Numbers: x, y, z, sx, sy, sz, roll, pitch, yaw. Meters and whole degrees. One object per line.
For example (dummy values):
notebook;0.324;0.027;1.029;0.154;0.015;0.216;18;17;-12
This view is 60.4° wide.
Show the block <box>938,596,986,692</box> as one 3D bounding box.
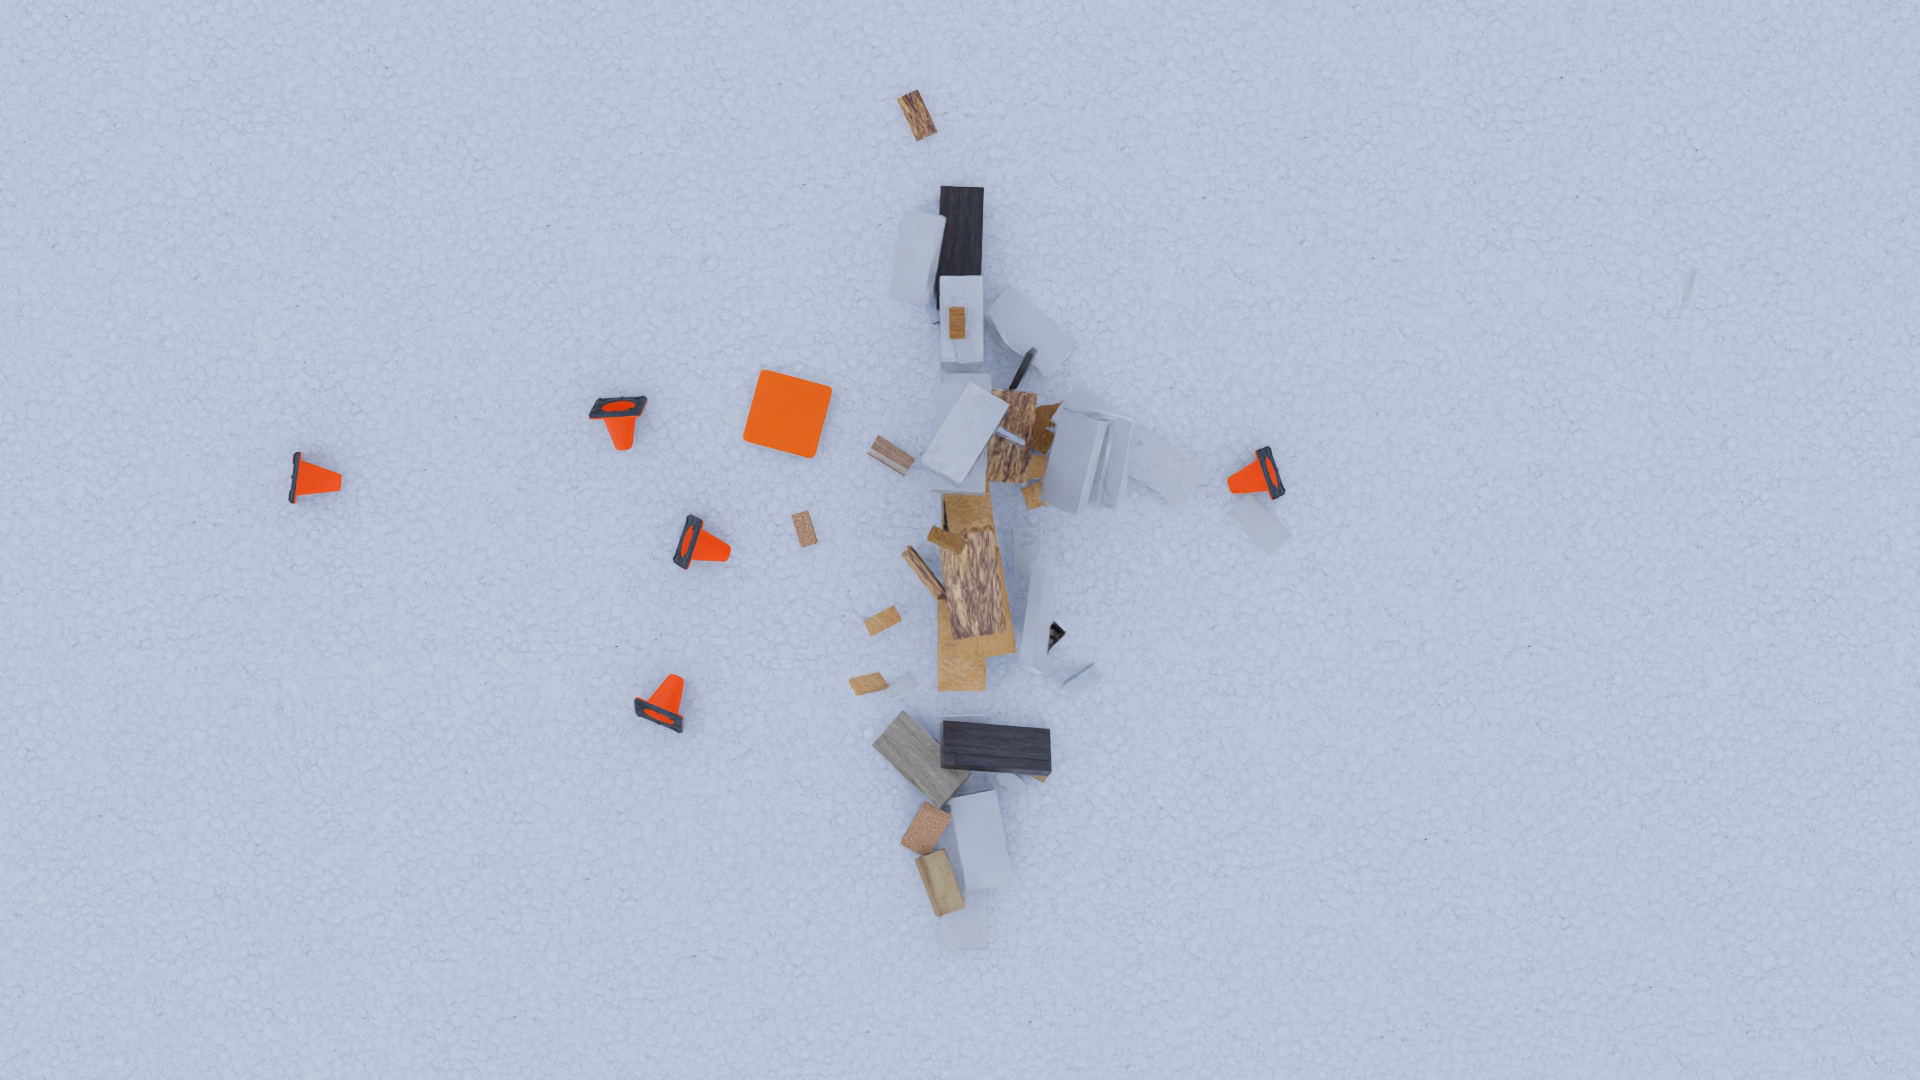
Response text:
block;0.006;0.341;5.433;0.159;0.045;0.319;0;106;-1

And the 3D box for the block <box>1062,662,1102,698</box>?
block;0.407;0.465;5.478;0.122;0.017;0.061;-34;117;0

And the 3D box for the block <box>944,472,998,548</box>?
block;0.034;-0.063;5.342;0.149;0.042;0.356;-8;90;0

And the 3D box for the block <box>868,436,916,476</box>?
block;-0.228;-0.280;5.490;0.145;0.021;0.072;32;90;0

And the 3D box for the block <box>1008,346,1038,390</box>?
block;0.206;-0.557;5.433;0.022;0.078;0.157;29;113;3

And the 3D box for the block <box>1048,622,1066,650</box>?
block;0.297;0.326;5.476;0.052;0.015;0.104;43;110;0

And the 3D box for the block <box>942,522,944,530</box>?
block;-0.001;0.000;5.431;0.119;0.034;0.238;1;63;0

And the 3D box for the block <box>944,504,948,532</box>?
block;0.008;-0.127;5.406;0.119;0.034;0.238;0;77;0

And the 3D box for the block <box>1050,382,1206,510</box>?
block;0.554;-0.309;5.458;0.522;0.042;0.149;35;81;-2

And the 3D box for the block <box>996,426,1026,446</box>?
block;0.156;-0.339;5.372;0.115;0.058;0.016;29;85;-10

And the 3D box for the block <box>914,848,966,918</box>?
block;-0.065;1.128;5.428;0.102;0.029;0.203;-21;89;3

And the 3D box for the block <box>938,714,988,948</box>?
block;0.007;0.966;5.478;0.155;0.044;0.766;-1;90;0

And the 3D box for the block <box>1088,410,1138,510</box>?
block;0.477;-0.260;5.370;0.150;0.043;0.301;17;108;29

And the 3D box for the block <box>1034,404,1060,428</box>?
block;0.283;-0.410;5.490;0.186;0.021;0.072;-8;90;0

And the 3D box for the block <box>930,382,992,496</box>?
block;0.003;-0.323;5.271;0.176;0.050;0.352;3;78;2

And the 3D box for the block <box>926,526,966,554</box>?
block;-0.041;0.001;5.101;0.115;0.058;0.016;25;129;-3

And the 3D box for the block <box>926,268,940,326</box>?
block;-0.066;-0.875;5.480;0.144;0.041;0.287;-18;90;0

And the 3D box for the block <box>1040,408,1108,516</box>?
block;0.368;-0.255;5.374;0.159;0.045;0.319;24;108;37

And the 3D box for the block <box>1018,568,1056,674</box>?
block;0.255;0.266;5.390;0.045;0.159;0.319;5;79;18

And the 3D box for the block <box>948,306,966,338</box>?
block;-0.009;-0.700;5.316;0.050;0.014;0.101;-1;99;1

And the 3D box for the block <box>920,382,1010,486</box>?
block;0.018;-0.337;5.227;0.149;0.042;0.299;30;81;7

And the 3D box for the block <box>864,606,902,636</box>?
block;-0.258;0.269;5.492;0.115;0.016;0.058;-28;90;0

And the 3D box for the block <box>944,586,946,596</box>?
block;-0.005;0.185;5.434;0.093;0.026;0.186;0;101;1

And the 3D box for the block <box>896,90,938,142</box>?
block;-0.142;-1.412;5.489;0.077;0.022;0.153;-25;90;0

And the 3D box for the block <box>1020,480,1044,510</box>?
block;0.351;-0.183;5.489;0.289;0.022;0.078;-19;90;0

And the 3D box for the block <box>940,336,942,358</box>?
block;0.002;-0.676;5.431;0.137;0.039;0.274;0;112;1

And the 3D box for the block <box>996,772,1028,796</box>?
block;0.172;0.800;5.478;0.103;0.015;0.052;42;98;-12

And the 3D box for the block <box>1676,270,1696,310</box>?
block;2.193;-0.754;4.975;0.016;0.057;0.113;15;79;1

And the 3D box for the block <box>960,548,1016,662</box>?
block;0.068;0.210;5.331;0.176;0.050;0.352;-10;111;1

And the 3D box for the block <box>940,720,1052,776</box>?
block;0.118;0.683;5.409;0.363;0.043;0.150;6;61;-12

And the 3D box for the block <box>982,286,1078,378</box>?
block;0.228;-0.691;5.479;0.299;0.042;0.149;41;90;0

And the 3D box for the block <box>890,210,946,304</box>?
block;-0.139;-0.929;5.410;0.144;0.041;0.287;18;103;33

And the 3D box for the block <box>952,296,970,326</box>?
block;0.000;-0.734;5.325;0.050;0.014;0.101;7;99;0

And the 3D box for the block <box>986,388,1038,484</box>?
block;0.162;-0.341;5.424;0.150;0.043;0.301;5;100;-7

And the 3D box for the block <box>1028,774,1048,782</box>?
block;0.246;0.763;5.493;0.104;0.015;0.052;28;90;0

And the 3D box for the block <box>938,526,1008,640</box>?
block;0.040;0.137;5.248;0.176;0.050;0.352;-8;111;0

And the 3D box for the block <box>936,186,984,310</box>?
block;0.001;-0.961;5.439;0.144;0.041;0.402;2;90;0

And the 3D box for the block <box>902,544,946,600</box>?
block;-0.119;0.108;5.449;0.202;0.014;0.050;52;130;18

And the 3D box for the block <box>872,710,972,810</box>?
block;-0.125;0.723;5.434;0.310;0.044;0.155;41;91;17

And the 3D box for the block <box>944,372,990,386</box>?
block;0.018;-0.390;5.332;0.148;0.042;0.297;3;78;2

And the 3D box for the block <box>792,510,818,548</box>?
block;-0.518;-0.037;5.492;0.057;0.016;0.113;-17;90;0

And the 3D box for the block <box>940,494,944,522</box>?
block;-0.002;-0.178;5.455;0.119;0.034;0.238;2;76;0

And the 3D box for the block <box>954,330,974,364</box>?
block;0.013;-0.625;5.342;0.050;0.014;0.101;-10;98;2

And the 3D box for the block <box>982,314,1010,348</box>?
block;0.118;-0.687;5.431;0.016;0.057;0.113;-39;110;-24

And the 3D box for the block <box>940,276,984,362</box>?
block;0.006;-0.719;5.354;0.137;0.039;0.274;-1;99;1

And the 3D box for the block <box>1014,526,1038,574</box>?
block;0.219;0.034;5.489;0.078;0.022;0.157;-1;90;0

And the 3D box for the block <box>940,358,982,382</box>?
block;0.003;-0.499;5.444;0.137;0.039;0.274;2;106;0

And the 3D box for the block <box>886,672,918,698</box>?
block;-0.195;0.484;5.493;0.099;0.014;0.050;-27;90;0

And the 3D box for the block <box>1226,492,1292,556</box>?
block;0.995;-0.054;5.486;0.102;0.029;0.203;-44;90;0

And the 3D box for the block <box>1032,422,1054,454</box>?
block;0.234;-0.354;5.471;0.153;0.022;0.077;29;99;-7

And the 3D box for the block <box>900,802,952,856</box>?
block;-0.113;0.954;5.427;0.102;0.029;0.203;28;127;0

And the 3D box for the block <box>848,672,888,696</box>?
block;-0.302;0.475;5.442;0.061;0.122;0.017;55;134;26

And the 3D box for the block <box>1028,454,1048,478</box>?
block;0.217;-0.242;5.489;0.153;0.022;0.076;-2;90;0

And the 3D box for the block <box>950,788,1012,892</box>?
block;0.069;0.986;5.434;0.155;0.044;0.310;-11;90;0
